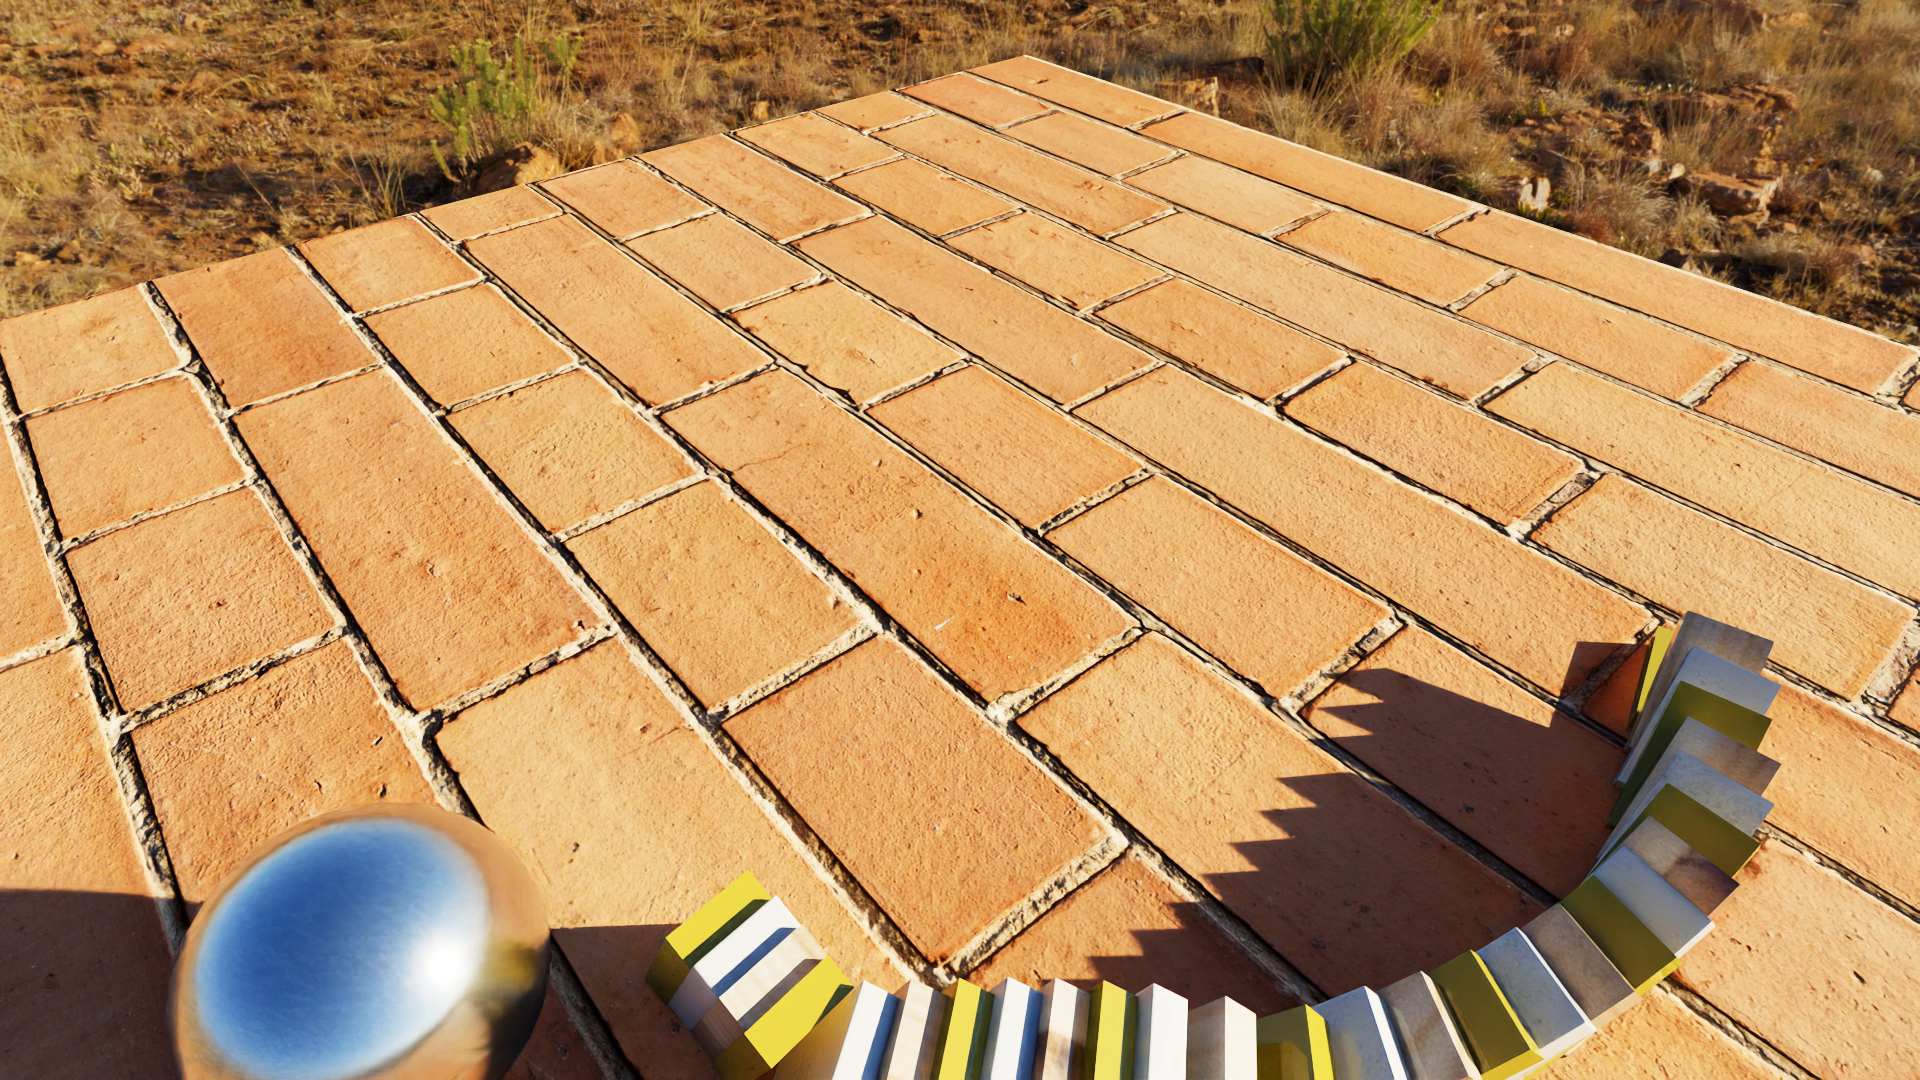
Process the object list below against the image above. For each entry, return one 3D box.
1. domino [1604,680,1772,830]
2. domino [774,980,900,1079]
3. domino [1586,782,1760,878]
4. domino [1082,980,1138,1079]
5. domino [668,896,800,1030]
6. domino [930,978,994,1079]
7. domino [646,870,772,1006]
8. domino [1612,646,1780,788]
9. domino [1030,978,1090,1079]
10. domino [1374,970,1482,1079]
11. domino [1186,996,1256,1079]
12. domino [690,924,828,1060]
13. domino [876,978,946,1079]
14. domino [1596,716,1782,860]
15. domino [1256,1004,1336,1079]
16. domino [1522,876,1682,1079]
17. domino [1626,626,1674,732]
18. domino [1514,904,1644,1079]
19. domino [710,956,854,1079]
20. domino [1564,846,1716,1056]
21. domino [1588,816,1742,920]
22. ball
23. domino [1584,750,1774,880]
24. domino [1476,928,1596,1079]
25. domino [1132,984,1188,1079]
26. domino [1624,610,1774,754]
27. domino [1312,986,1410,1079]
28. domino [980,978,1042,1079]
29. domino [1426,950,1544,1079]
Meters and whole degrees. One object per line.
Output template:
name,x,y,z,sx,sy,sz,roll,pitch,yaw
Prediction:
domino,0.221,0.071,0.335,0.025,0.010,0.050,28,83,29
domino,-0.032,0.126,0.259,0.009,0.050,0.025,30,42,-9
domino,0.191,0.095,0.304,0.050,0.009,0.025,-52,51,3
domino,0.023,0.126,0.259,0.009,0.050,0.025,29,39,-10
domino,-0.058,0.108,0.280,0.025,0.050,0.010,-35,77,-35
domino,-0.010,0.126,0.259,0.009,0.050,0.025,29,40,-10
domino,-0.066,0.104,0.285,0.025,0.050,0.009,-35,77,-35
domino,0.231,0.061,0.346,0.025,0.010,0.050,30,84,28
domino,0.012,0.126,0.259,0.009,0.050,0.025,29,39,-10
domino,0.096,0.127,0.264,0.050,0.010,0.025,-36,35,21
domino,0.048,0.128,0.258,0.009,0.050,0.025,35,38,-15
domino,-0.051,0.113,0.274,0.025,0.050,0.009,-35,77,-35
domino,-0.021,0.126,0.259,0.009,0.050,0.025,29,39,-10
domino,0.213,0.080,0.322,0.025,0.009,0.050,33,89,33
domino,0.064,0.130,0.259,0.050,0.010,0.025,-34,27,31
domino,0.154,0.113,0.282,0.050,0.010,0.025,-45,44,10
domino,0.249,0.052,0.380,0.025,0.010,0.050,23,45,25
domino,0.140,0.117,0.276,0.050,0.010,0.025,-42,41,13
domino,-0.044,0.119,0.267,0.025,0.050,0.010,-35,77,-35
domino,0.167,0.108,0.288,0.050,0.009,0.025,-47,46,8
domino,0.179,0.102,0.295,0.050,0.010,0.025,-49,48,6
ball,-0.140,0.103,0.262,0.080,0.080,0.080,0,39,0
domino,0.203,0.088,0.313,0.025,0.010,0.050,37,91,36
domino,0.125,0.121,0.272,0.050,0.009,0.025,-41,39,15
domino,0.034,0.127,0.258,0.009,0.050,0.025,29,39,-10
domino,0.240,0.051,0.357,0.025,0.009,0.050,25,81,26
domino,0.080,0.129,0.262,0.050,0.009,0.025,-35,32,24
domino,0.001,0.126,0.259,0.010,0.050,0.025,29,40,-10
domino,0.111,0.124,0.268,0.050,0.010,0.025,-39,37,18
